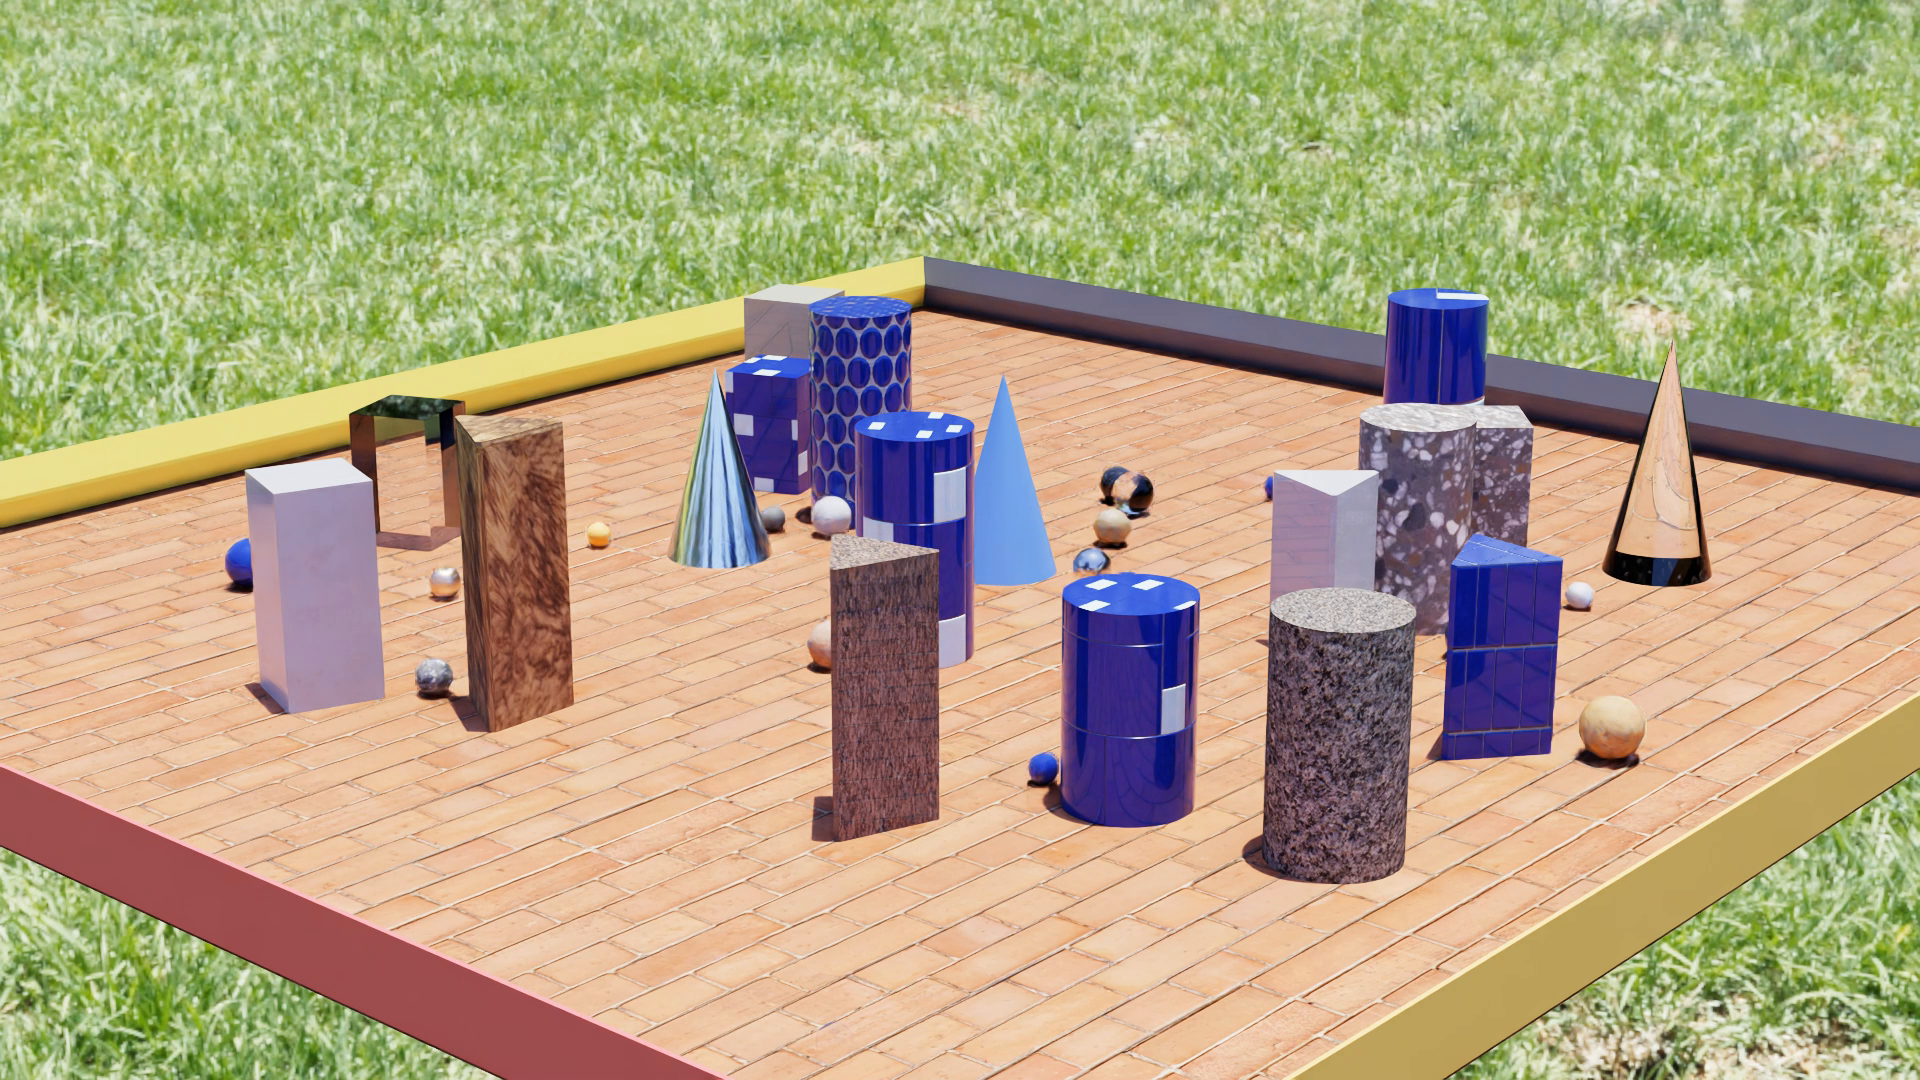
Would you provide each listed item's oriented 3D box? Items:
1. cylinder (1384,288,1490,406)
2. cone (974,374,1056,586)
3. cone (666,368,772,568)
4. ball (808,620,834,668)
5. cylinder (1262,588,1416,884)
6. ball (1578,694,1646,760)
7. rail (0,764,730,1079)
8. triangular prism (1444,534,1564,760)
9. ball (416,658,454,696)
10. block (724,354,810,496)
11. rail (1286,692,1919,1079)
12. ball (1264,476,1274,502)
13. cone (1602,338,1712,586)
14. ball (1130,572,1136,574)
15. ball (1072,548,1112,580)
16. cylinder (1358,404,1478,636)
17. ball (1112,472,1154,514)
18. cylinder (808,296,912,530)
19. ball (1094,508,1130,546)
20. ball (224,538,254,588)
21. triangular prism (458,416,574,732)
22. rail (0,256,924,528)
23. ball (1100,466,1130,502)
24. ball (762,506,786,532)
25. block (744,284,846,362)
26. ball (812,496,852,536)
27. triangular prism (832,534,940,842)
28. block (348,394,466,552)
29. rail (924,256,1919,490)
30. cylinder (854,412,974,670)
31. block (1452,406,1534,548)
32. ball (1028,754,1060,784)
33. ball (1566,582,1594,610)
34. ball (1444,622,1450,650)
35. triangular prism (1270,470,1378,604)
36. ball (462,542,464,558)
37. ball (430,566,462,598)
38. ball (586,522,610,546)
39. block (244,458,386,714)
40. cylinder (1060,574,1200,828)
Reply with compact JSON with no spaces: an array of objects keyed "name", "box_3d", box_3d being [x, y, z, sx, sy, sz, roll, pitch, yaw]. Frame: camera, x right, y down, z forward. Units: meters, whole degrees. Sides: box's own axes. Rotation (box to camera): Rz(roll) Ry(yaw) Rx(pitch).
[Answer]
[{"name":"cylinder","box_3d":[0.921,-0.279,5.699,0.194,0.388,0.194,0,17,0]},{"name":"cone","box_3d":[0.077,-0.121,5.217,0.194,0.364,0.194,0,17,0]},{"name":"cone","box_3d":[-0.440,-0.143,5.317,0.194,0.348,0.194,0,17,0]},{"name":"ball","box_3d":[-0.208,0.169,4.753,0.078,0.078,0.078,0,17,0]},{"name":"cylinder","box_3d":[0.511,0.263,3.961,0.194,0.355,0.194,0,17,0]},{"name":"ball","box_3d":[0.968,0.278,4.357,0.097,0.097,0.097,0,17,0]},{"name":"rail","box_3d":[-1.120,0.404,3.886,3.252,0.126,0.045,14,22,39]},{"name":"triangular prism","box_3d":[0.790,0.157,4.400,0.168,0.304,0.145,-3,17,-9]},{"name":"ball","box_3d":[-0.830,0.216,4.630,0.058,0.058,0.058,0,17,0]},{"name":"block","box_3d":[-0.358,-0.229,5.800,0.155,0.235,0.155,7,18,21]},{"name":"rail","box_3d":[1.210,0.335,4.115,0.045,0.126,3.463,14,22,39]},{"name":"ball","box_3d":[0.616,-0.100,5.687,0.053,0.053,0.053,0,17,0]},{"name":"cone","box_3d":[1.251,-0.152,5.202,0.194,0.431,0.194,0,17,0]},{"name":"ball","box_3d":[0.298,0.084,5.070,0.056,0.056,0.056,0,17,0]},{"name":"ball","box_3d":[0.233,0.048,5.168,0.069,0.069,0.069,0,17,0]},{"name":"cylinder","box_3d":[0.766,-0.036,4.954,0.194,0.354,0.194,0,17,0]},{"name":"ball","box_3d":[0.331,-0.090,5.603,0.082,0.082,0.082,0,17,0]},{"name":"cylinder","box_3d":[-0.187,-0.242,5.542,0.194,0.407,0.194,0,17,0]},{"name":"ball","box_3d":[0.280,-0.024,5.408,0.068,0.068,0.068,0,17,0]},{"name":"ball","box_3d":[-1.251,0.040,5.163,0.087,0.087,0.087,0,17,0]},{"name":"triangular prism","box_3d":[-0.714,0.042,4.512,0.145,0.458,0.168,14,22,38]},{"name":"rail","box_3d":[-1.210,-0.272,6.126,0.045,0.126,3.463,14,22,39]},{"name":"ball","box_3d":[0.306,-0.108,5.686,0.069,0.069,0.069,0,17,0]},{"name":"ball","box_3d":[-0.350,-0.040,5.497,0.047,0.047,0.047,0,17,0]},{"name":"block","box_3d":[-0.342,-0.362,6.110,0.155,0.309,0.155,8,18,24]},{"name":"ball","box_3d":[-0.239,-0.044,5.462,0.076,0.076,0.076,0,17,0]},{"name":"triangular prism","box_3d":[-0.137,0.198,4.104,0.168,0.395,0.145,-10,19,-30]},{"name":"block","box_3d":[-1.017,-0.126,5.433,0.155,0.248,0.155,6,18,18]},{"name":"rail","box_3d":[1.120,-0.341,6.355,3.252,0.126,0.045,14,22,39]},{"name":"cylinder","box_3d":[-0.073,0.000,4.780,0.194,0.384,0.194,0,17,0]},{"name":"block","box_3d":[0.906,-0.068,5.140,0.155,0.307,0.155,0,17,1]},{"name":"ball","box_3d":[0.121,0.333,4.264,0.046,0.046,0.046,0,17,0]},{"name":"ball","box_3d":[1.067,0.095,5.048,0.048,0.048,0.048,0,17,0]},{"name":"ball","box_3d":[0.829,0.158,4.792,0.075,0.075,0.075,0,17,0]},{"name":"triangular prism","box_3d":[0.578,0.038,4.812,0.145,0.294,0.168,10,19,30]},{"name":"ball","box_3d":[-0.870,0.018,5.287,0.057,0.057,0.057,0,17,0]},{"name":"ball","box_3d":[-0.896,0.074,5.105,0.055,0.055,0.055,0,17,0]},{"name":"ball","box_3d":[-0.666,-0.010,5.400,0.045,0.045,0.045,0,17,0]},{"name":"block","box_3d":[-1.011,0.070,4.597,0.155,0.356,0.155,-9,19,-28]},{"name":"cylinder","box_3d":[0.240,0.225,4.156,0.194,0.314,0.194,0,17,0]}]
